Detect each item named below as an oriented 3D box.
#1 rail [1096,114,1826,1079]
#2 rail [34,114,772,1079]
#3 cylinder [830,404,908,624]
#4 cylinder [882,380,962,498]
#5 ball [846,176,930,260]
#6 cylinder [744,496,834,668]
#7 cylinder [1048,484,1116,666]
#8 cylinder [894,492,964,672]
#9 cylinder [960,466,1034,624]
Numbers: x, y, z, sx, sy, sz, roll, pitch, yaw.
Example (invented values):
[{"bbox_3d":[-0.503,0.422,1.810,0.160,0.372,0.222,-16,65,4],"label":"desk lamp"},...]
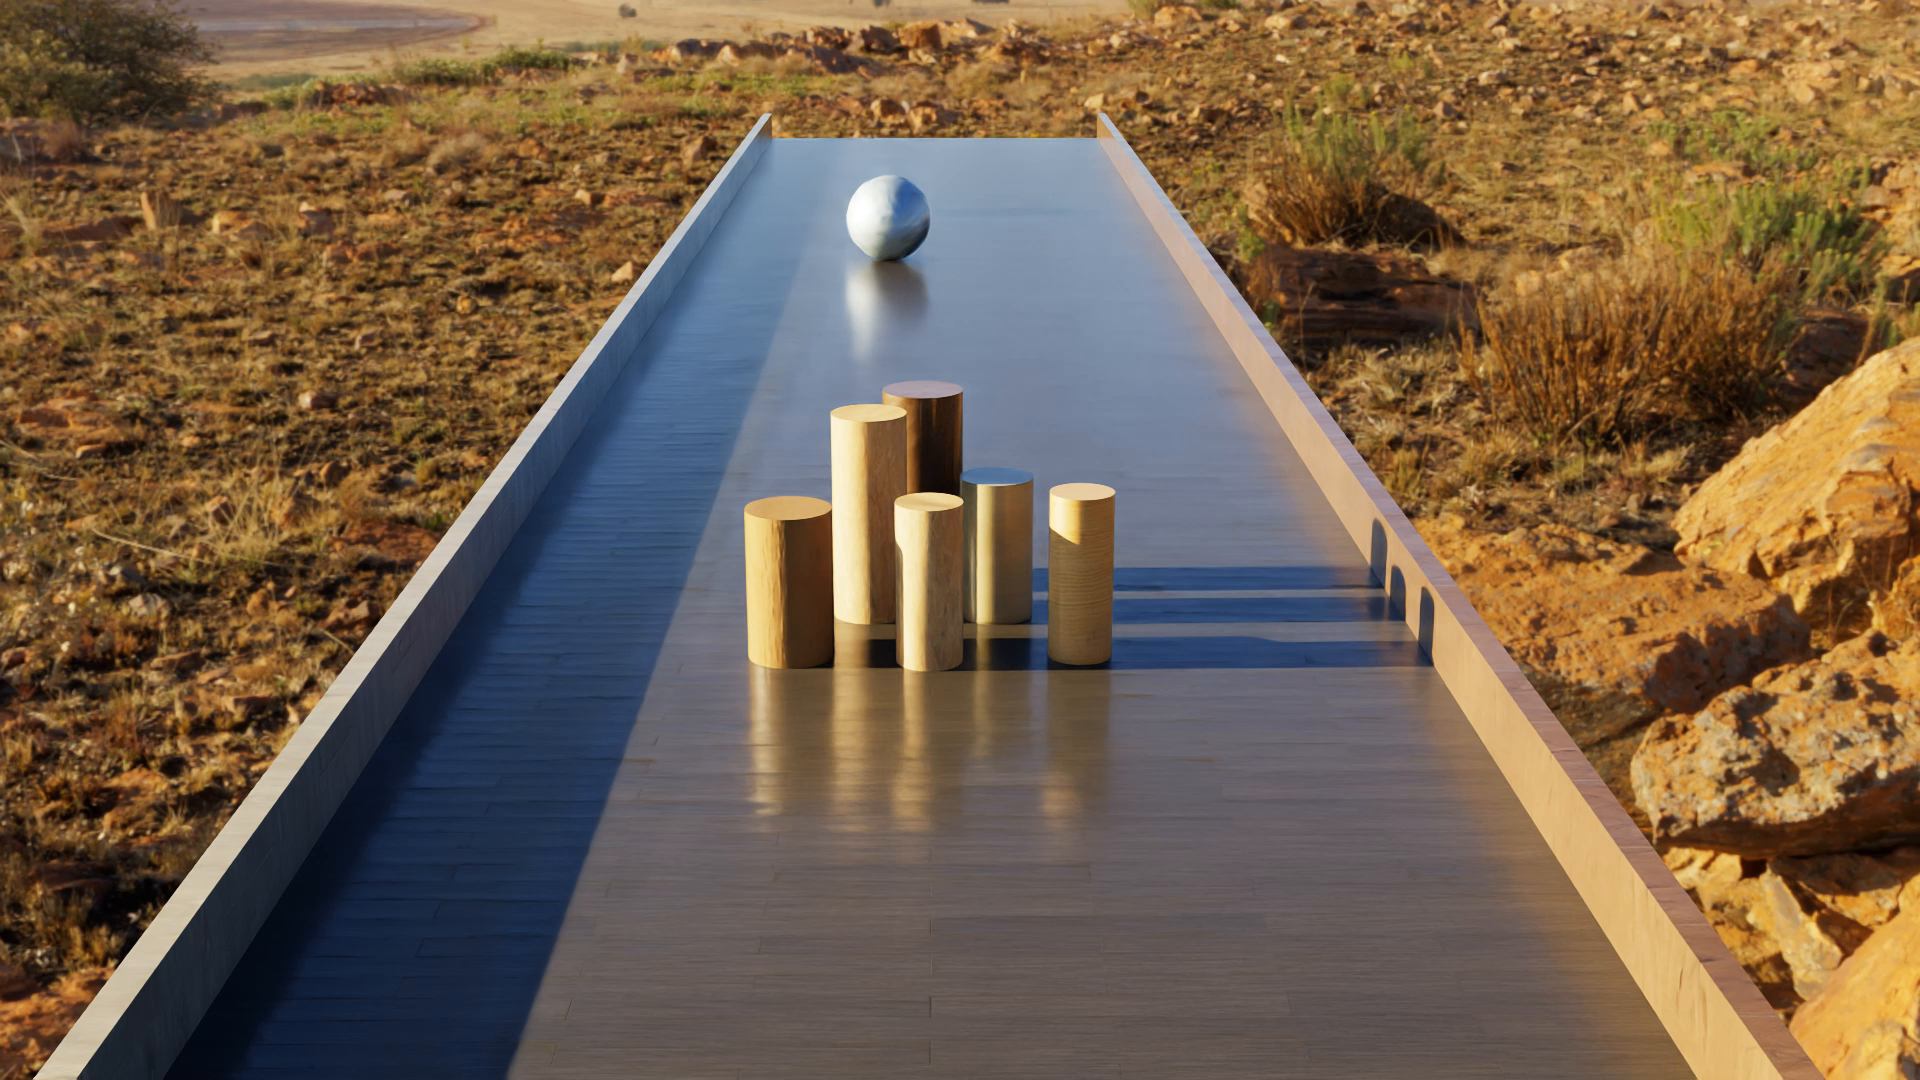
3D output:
[{"bbox_3d":[0.932,-0.844,7.801,0.050,0.150,12.000,0,17,-1],"label":"rail"},{"bbox_3d":[-1.118,-0.838,7.780,0.050,0.150,12.000,0,17,-1],"label":"rail"},{"bbox_3d":[-0.190,-0.055,4.643,0.158,0.438,0.158,0,17,0],"label":"cylinder"},{"bbox_3d":[-0.081,-0.118,4.856,0.176,0.438,0.176,0,17,0],"label":"cylinder"},{"bbox_3d":[-0.294,-1.329,9.085,0.348,0.348,0.348,0,17,0],"label":"ball"},{"bbox_3d":[-0.341,0.084,4.406,0.174,0.308,0.174,0,17,0],"label":"cylinder"},{"bbox_3d":[0.242,0.068,4.401,0.129,0.341,0.129,0,17,0],"label":"cylinder"},{"bbox_3d":[-0.061,0.083,4.370,0.135,0.330,0.135,0,17,0],"label":"cylinder"},{"bbox_3d":[0.077,0.011,4.657,0.156,0.303,0.156,0,17,0],"label":"cylinder"}]
